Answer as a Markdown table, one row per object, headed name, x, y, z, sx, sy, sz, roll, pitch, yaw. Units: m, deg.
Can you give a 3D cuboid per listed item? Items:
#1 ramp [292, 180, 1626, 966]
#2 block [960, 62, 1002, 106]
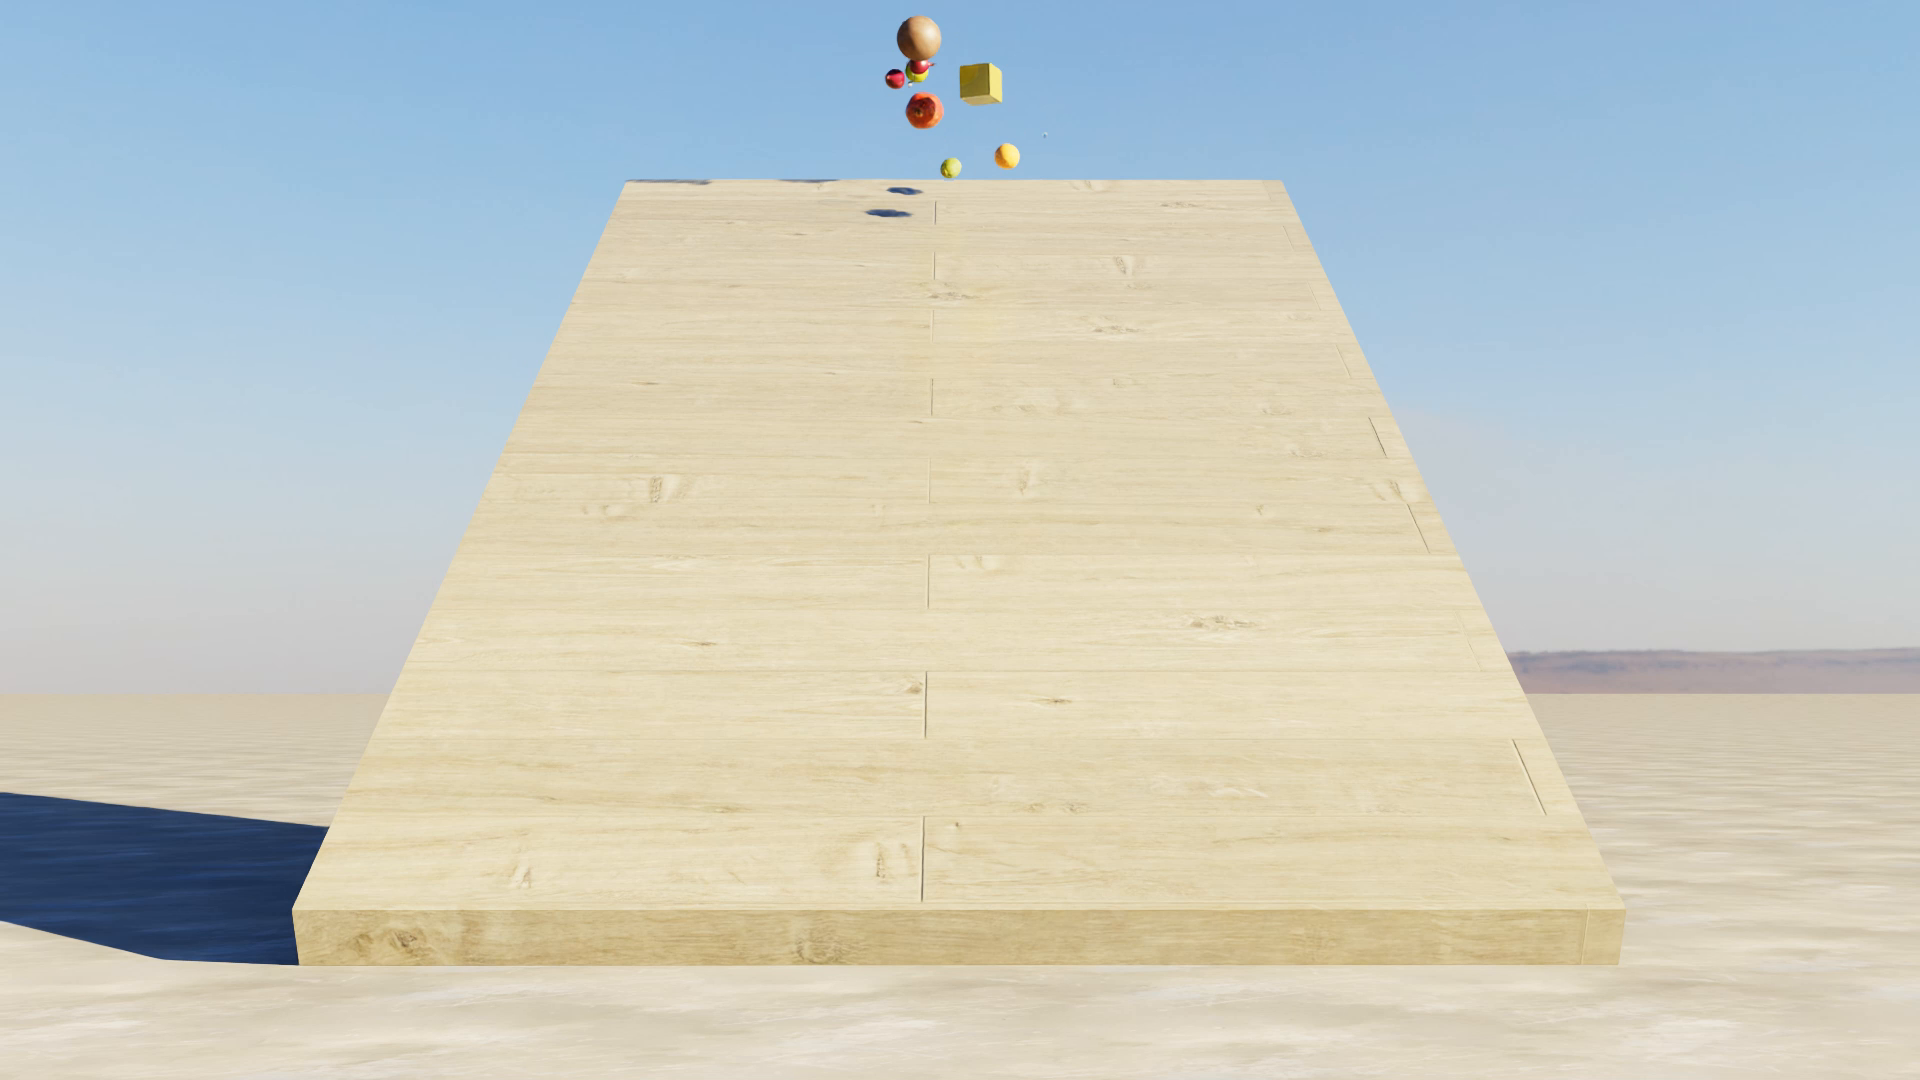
| name | x | y | z | sx | sy | sz | roll | pitch | yaw |
| --- | --- | --- | --- | --- | --- | --- | --- | --- | --- |
| ramp | -0.008 | -0.229 | 5.338 | 2.000 | 0.100 | 4.000 | 0 | 24 | 0 |
| block | 0.061 | -1.343 | 6.880 | 0.096 | 0.096 | 0.096 | -3 | -5 | 22 |
